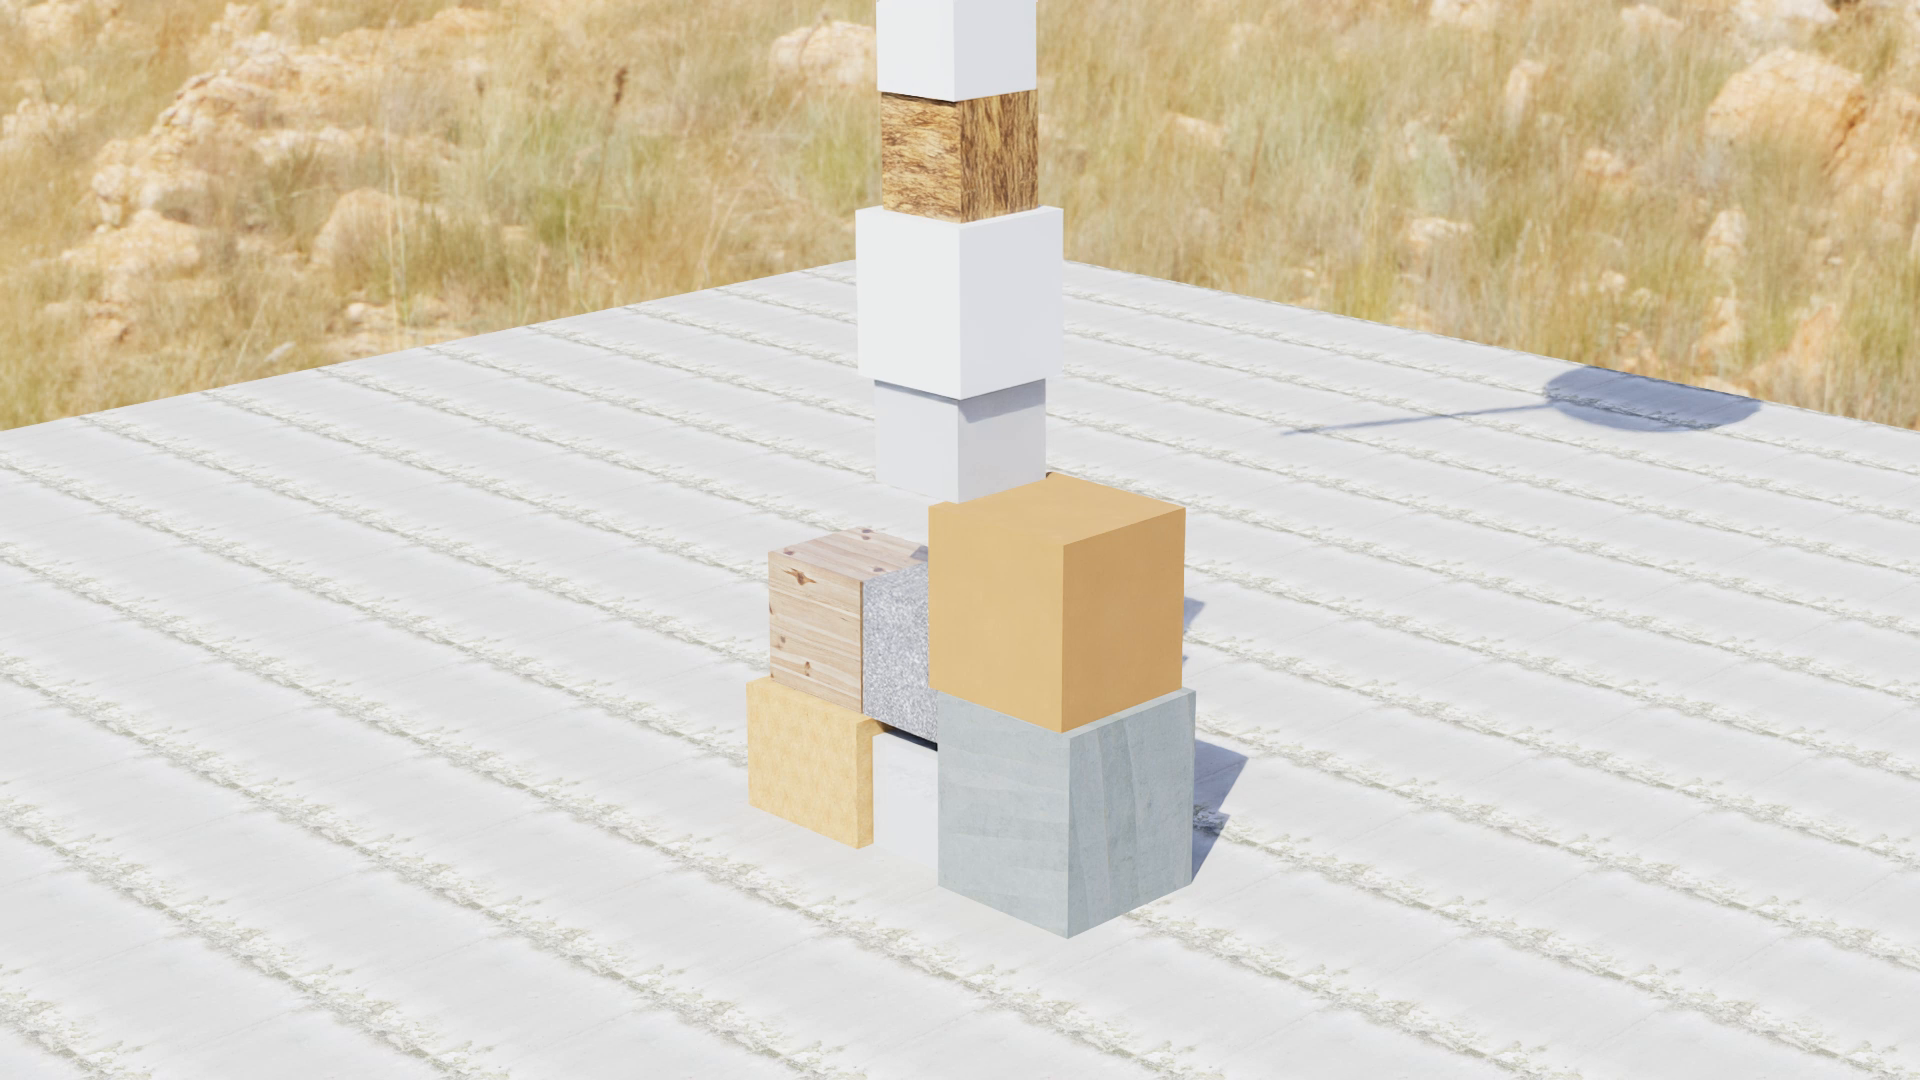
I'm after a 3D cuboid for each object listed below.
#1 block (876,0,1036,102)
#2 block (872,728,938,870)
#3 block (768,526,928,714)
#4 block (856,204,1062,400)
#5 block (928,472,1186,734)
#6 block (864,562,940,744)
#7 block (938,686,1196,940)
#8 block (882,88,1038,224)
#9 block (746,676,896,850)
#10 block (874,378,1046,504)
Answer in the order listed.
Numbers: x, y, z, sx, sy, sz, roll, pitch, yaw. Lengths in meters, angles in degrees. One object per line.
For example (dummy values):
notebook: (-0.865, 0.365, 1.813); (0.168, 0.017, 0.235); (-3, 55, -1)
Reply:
block: (-0.016, -2.216, 12.664); (0.504, 0.541, 0.469); (-17, 23, -42)
block: (-0.010, 1.168, 13.722); (0.580, 0.542, 0.538); (-17, 24, -42)
block: (-0.474, 0.371, 13.977); (0.597, 0.650, 0.635); (-17, 24, -42)
block: (0.000, -1.097, 13.011); (0.646, 0.746, 0.645); (-17, 23, -42)
block: (0.426, 0.257, 12.983); (0.786, 0.846, 0.810); (-17, 24, -42)
block: (-0.070, 0.504, 13.550); (0.530, 0.658, 0.540); (-17, 25, -42)
block: (0.477, 1.122, 13.208); (0.827, 0.939, 0.805); (-17, 24, -42)
block: (0.000, -1.709, 12.831); (0.482, 0.528, 0.485); (-17, 23, -42)
block: (-0.489, 0.988, 14.150); (0.746, 0.631, 0.772); (-17, 24, -42)
block: (0.002, -0.505, 13.189); (0.561, 0.490, 0.525); (-17, 23, -42)
